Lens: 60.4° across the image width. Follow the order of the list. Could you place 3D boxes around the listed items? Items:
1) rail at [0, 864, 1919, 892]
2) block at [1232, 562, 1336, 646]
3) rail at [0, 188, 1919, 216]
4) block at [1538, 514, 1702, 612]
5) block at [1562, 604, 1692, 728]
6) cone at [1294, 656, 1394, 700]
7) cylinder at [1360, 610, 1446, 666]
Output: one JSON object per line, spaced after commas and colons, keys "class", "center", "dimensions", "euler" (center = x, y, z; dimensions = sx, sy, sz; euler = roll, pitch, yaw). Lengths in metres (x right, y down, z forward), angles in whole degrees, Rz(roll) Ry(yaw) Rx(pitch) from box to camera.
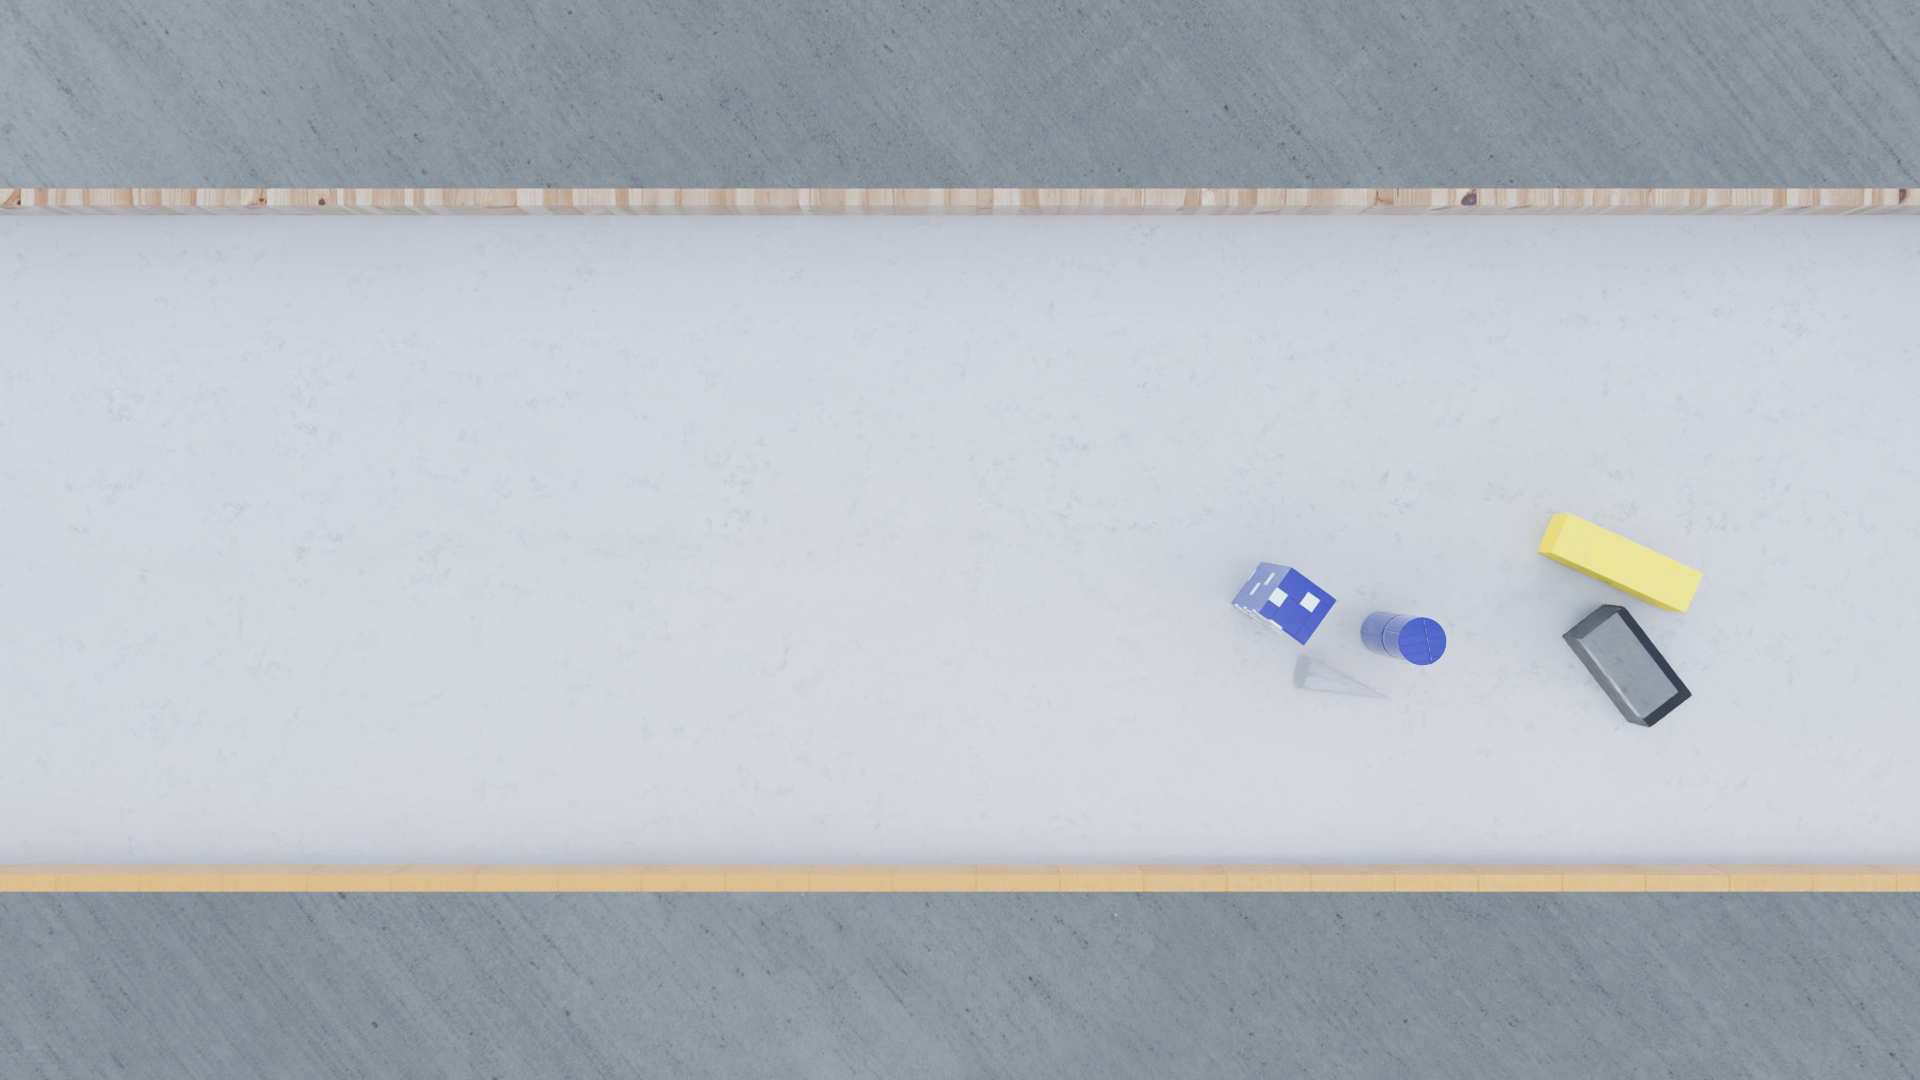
{"class": "rail", "center": [-2.247, 1.025, 5.001], "dimensions": [12.000, 0.150, 0.050], "euler": [0, 90, 0]}
{"class": "block", "center": [0.951, 0.183, 4.875], "dimensions": [0.160, 0.396, 0.160], "euler": [36, 90, -3]}
{"class": "rail", "center": [-2.247, -1.025, 5.002], "dimensions": [12.000, 0.150, 0.050], "euler": [0, 90, 0]}
{"class": "block", "center": [2.002, 0.069, 5.012], "dimensions": [0.441, 0.130, 0.130], "euler": [24, 90, 0]}
{"class": "block", "center": [2.018, 0.379, 4.996], "dimensions": [0.161, 0.161, 0.334], "euler": [-38, 90, 0]}
{"class": "cone", "center": [1.188, 0.447, 5.052], "dimensions": [0.310, 0.100, 0.100], "euler": [16, 90, -9]}
{"class": "cylinder", "center": [1.300, 0.285, 4.857], "dimensions": [0.136, 0.439, 0.136], "euler": [0, 90, 0]}
